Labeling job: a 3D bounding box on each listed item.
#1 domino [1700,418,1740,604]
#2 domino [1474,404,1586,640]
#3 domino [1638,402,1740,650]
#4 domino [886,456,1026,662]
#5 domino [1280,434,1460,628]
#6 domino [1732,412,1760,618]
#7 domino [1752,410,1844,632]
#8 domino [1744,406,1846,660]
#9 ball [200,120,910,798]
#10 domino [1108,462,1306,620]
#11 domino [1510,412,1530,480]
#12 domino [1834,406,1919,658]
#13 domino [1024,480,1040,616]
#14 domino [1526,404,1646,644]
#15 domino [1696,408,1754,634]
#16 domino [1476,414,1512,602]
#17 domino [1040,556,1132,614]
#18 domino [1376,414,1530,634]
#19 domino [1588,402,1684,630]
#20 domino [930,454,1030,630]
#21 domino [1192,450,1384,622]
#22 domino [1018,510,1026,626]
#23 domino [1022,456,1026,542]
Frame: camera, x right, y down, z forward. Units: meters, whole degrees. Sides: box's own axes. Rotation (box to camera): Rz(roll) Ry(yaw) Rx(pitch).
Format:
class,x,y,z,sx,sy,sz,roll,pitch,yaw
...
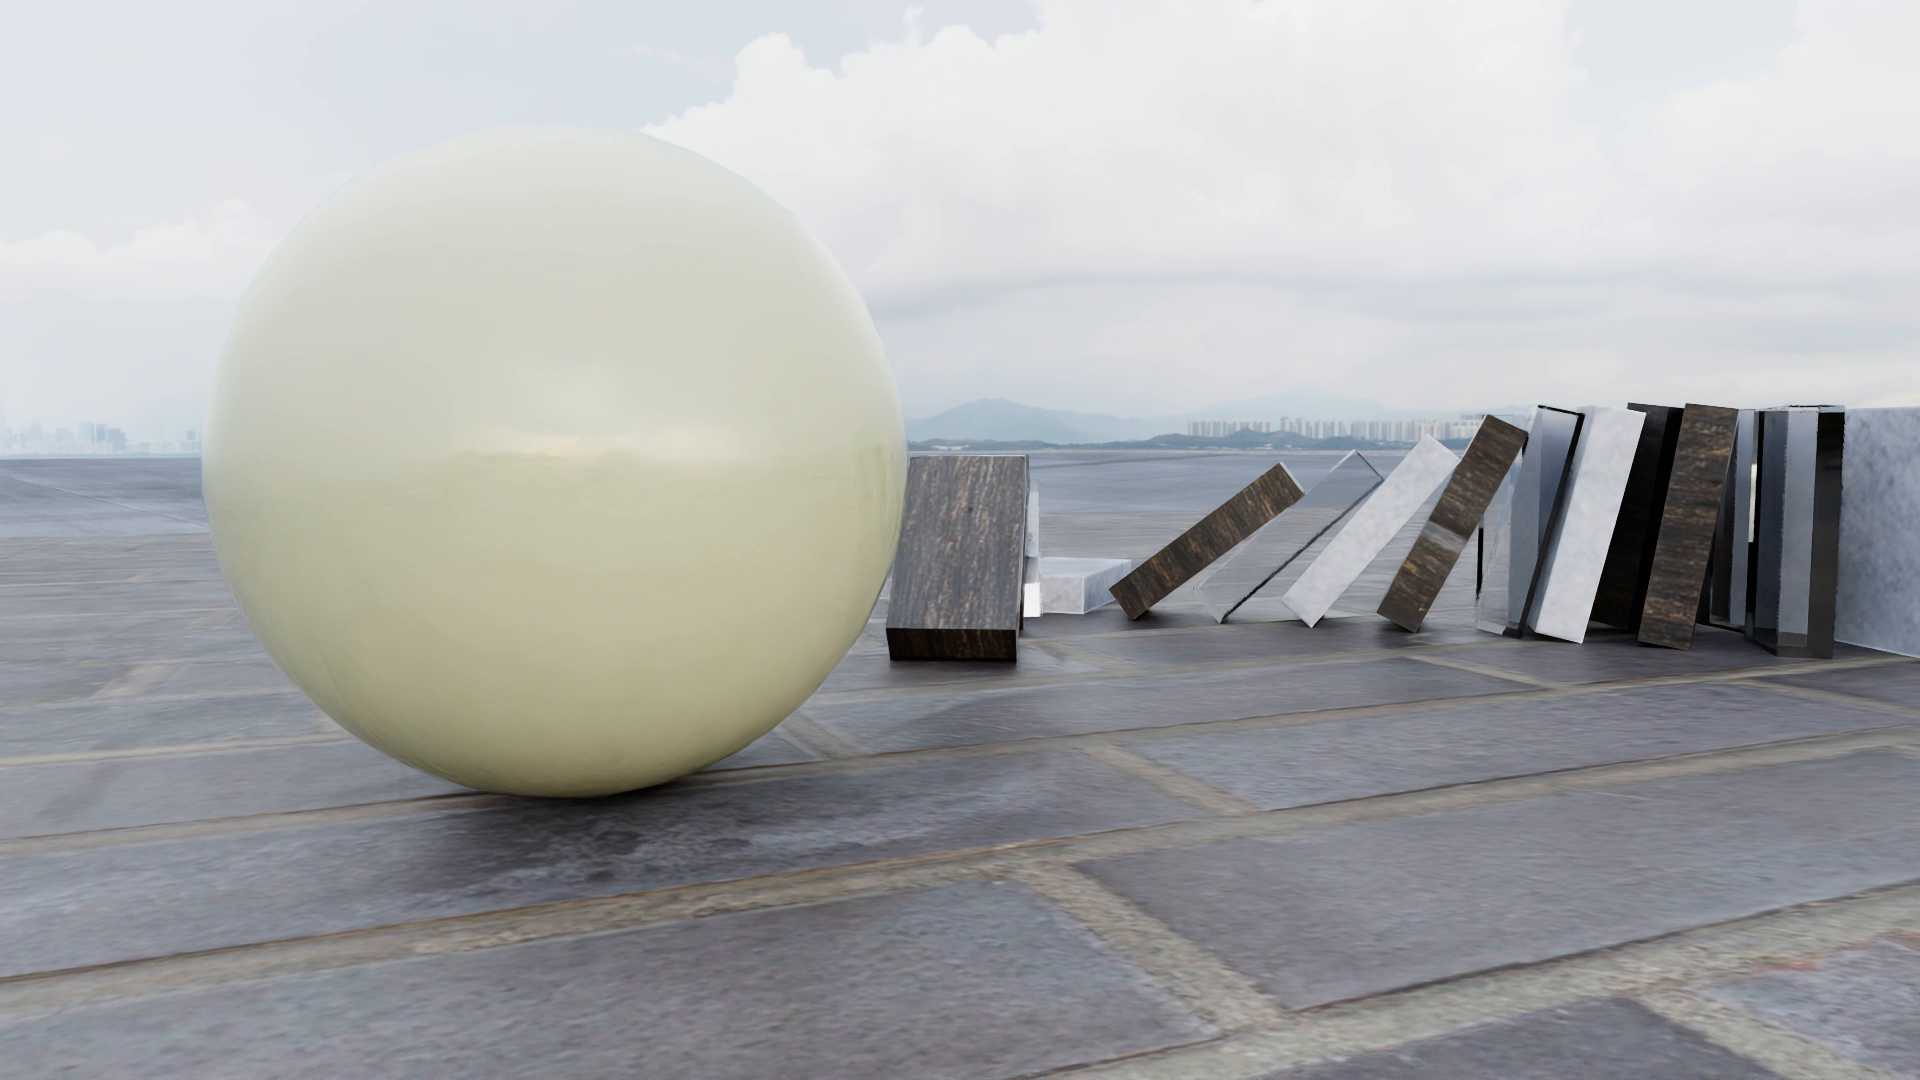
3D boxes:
class,x,y,z,sx,sy,sz,roll,pitch,yaw
domino,0.207,-0.009,0.351,0.009,0.050,0.025,3,5,35
domino,0.127,-0.005,0.288,0.010,0.050,0.025,15,9,19
domino,0.156,-0.003,0.274,0.010,0.050,0.025,12,10,31
domino,0.000,0.003,0.266,0.025,0.010,0.050,0,45,5
domino,0.097,-0.003,0.303,0.009,0.050,0.025,42,17,13
domino,0.205,-0.006,0.314,0.025,0.050,0.010,0,4,-1
domino,0.198,-0.005,0.294,0.009,0.050,0.025,-3,5,-37
domino,0.172,-0.002,0.265,0.010,0.050,0.025,1,5,18
ball,-0.046,-0.009,0.156,0.080,0.080,0.080,0,4,0
domino,0.061,0.000,0.315,0.050,0.009,0.025,-38,-6,15
domino,0.148,-0.006,0.314,0.025,0.050,0.009,-1,4,-15
domino,0.195,-0.002,0.264,0.009,0.050,0.025,0,4,-3
domino,0.008,0.001,0.329,0.025,0.009,0.050,-2,32,5
domino,0.137,-0.004,0.284,0.009,0.050,0.025,14,8,16
domino,0.180,-0.004,0.290,0.009,0.050,0.025,1,4,-4
domino,0.150,-0.008,0.336,0.025,0.050,0.010,3,5,34
domino,0.028,0.012,0.348,0.025,0.009,0.050,2,5,21
domino,0.113,-0.004,0.296,0.010,0.050,0.025,29,13,16
domino,0.160,-0.005,0.293,0.025,0.050,0.010,0,11,-31
domino,0.004,-0.001,0.310,0.025,0.010,0.050,0,45,5
domino,0.079,-0.001,0.311,0.050,0.010,0.025,-43,-8,14
domino,0.002,0.001,0.295,0.025,0.010,0.050,1,45,5
domino,0.001,0.002,0.281,0.025,0.010,0.050,1,45,6
